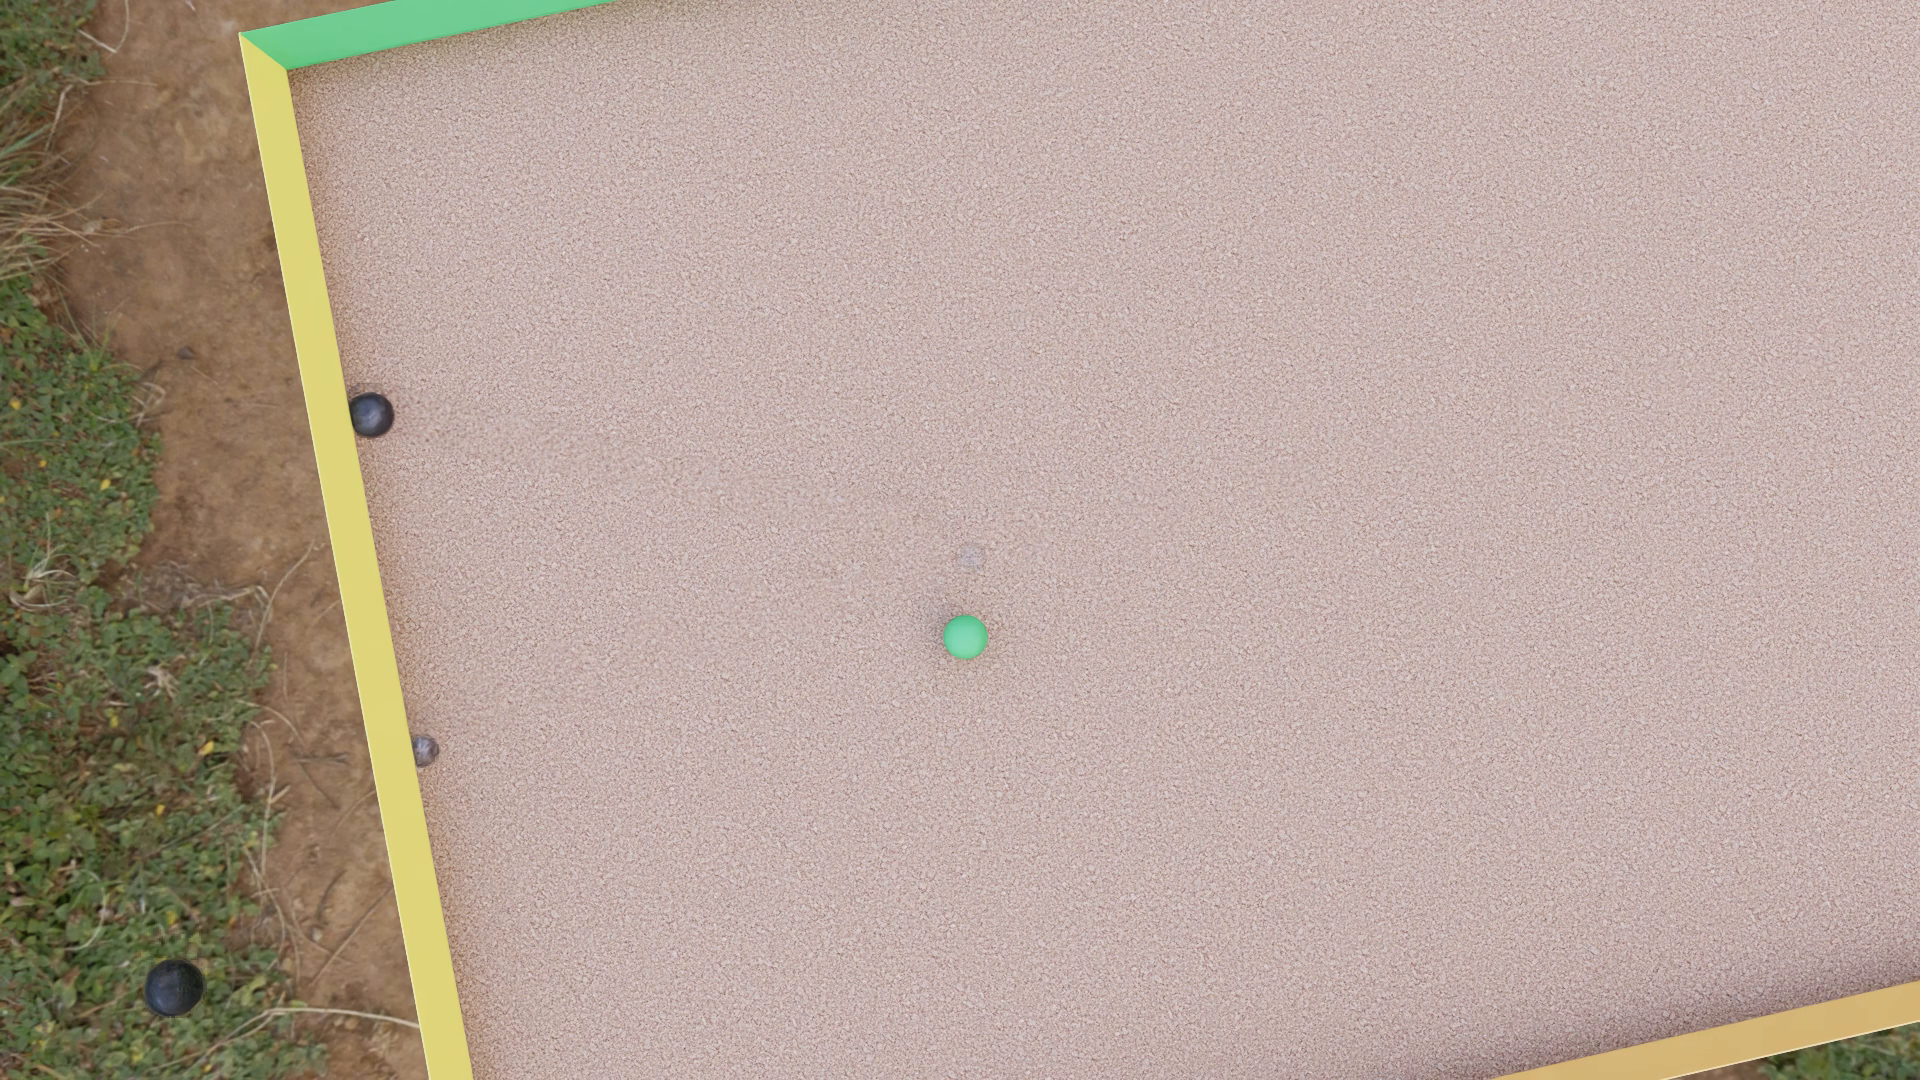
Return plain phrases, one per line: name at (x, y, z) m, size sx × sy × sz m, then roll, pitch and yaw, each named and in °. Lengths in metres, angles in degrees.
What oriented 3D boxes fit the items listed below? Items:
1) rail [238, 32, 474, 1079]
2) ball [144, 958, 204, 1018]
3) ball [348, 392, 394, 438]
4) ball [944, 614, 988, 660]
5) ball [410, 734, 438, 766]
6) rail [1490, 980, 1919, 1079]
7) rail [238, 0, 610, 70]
rail at (-0.848, 0.182, 3.215) m, size 0.045 × 0.120 × 1.942 m, roll -12°, pitch 82°, yaw -2°
ball at (-1.254, 0.715, 3.511) m, size 0.093 × 0.093 × 0.093 m, roll 0°, pitch 82°, yaw 0°
ball at (-0.883, -0.188, 3.297) m, size 0.068 × 0.068 × 0.068 m, roll 0°, pitch 82°, yaw 0°
ball at (0.008, 0.143, 3.249) m, size 0.066 × 0.066 × 0.066 m, roll 0°, pitch 82°, yaw 0°
ball at (-0.792, 0.309, 3.234) m, size 0.048 × 0.048 × 0.048 m, roll 0°, pitch 82°, yaw 0°
rail at (1.076, 0.719, 3.137) m, size 3.568 × 0.120 × 0.045 m, roll -12°, pitch 82°, yaw -2°
rail at (0.665, -1.111, 3.405) m, size 3.568 × 0.120 × 0.045 m, roll -12°, pitch 82°, yaw -2°
